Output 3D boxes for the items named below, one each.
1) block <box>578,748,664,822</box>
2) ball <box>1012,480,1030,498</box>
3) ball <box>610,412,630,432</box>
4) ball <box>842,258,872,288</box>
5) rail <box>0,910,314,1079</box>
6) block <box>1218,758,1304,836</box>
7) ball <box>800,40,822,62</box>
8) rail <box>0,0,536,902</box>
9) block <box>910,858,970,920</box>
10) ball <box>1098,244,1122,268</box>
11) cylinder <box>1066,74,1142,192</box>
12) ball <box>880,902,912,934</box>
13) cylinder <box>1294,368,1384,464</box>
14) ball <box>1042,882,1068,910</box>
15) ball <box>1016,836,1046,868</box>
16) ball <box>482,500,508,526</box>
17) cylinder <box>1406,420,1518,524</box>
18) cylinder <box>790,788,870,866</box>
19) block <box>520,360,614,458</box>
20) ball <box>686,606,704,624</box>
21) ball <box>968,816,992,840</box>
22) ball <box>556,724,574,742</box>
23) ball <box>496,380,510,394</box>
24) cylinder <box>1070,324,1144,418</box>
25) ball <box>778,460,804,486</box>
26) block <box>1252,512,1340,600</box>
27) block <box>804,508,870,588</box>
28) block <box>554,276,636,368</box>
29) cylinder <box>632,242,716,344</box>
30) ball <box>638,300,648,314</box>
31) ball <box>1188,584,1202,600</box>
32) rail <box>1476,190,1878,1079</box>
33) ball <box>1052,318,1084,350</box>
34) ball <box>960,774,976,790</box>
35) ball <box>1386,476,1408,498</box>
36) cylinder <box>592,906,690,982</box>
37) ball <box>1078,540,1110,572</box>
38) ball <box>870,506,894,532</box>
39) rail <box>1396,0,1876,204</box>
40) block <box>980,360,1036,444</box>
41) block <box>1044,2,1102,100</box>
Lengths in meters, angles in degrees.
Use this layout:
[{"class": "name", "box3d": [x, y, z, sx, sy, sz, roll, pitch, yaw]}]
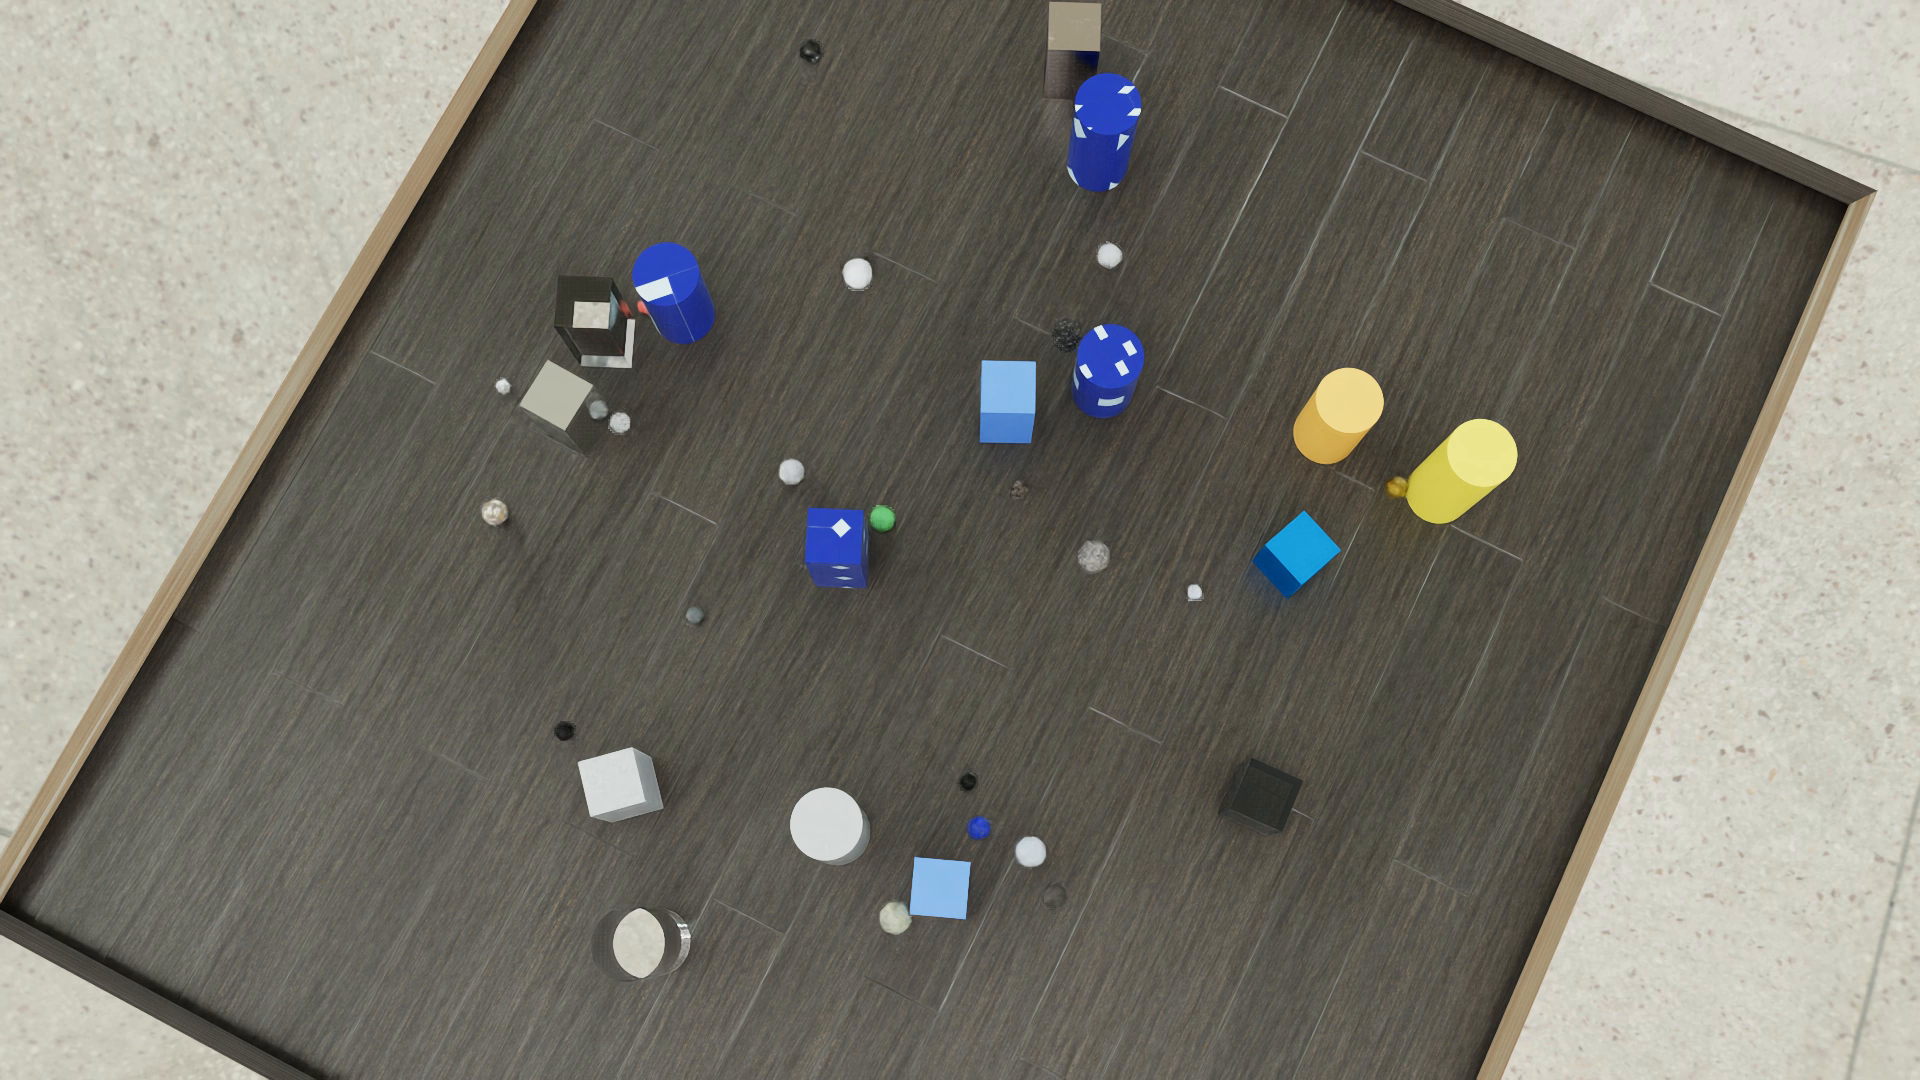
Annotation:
[{"class": "block", "box3d": [-0.978, 0.711, 5.303, 0.158, 0.327, 0.158, -15, 79, -3]}, {"class": "ball", "box3d": [0.184, -0.155, 5.620, 0.055, 0.055, 0.055, 0, 78, 0]}, {"class": "ball", "box3d": [-1.049, -0.363, 5.660, 0.063, 0.063, 0.063, 0, 78, 0]}, {"class": "ball", "box3d": [-0.320, -0.835, 5.741, 0.094, 0.094, 0.094, 0, 78, 0]}, {"class": "rail", "box3d": [-1.004, 1.974, 5.142, 4.130, 0.128, 0.045, 26, 80, 5]}, {"class": "block", "box3d": [0.871, 0.749, 5.327, 0.158, 0.263, 0.158, 24, 79, 5]}, {"class": "ball", "box3d": [-0.482, -1.574, 5.907, 0.069, 0.069, 0.069, 0, 78, 0]}, {"class": "rail", "box3d": [-1.826, -0.887, 5.734, 0.045, 0.128, 4.538, 26, 80, 5]}, {"class": "block", "box3d": [-0.056, 1.004, 5.277, 0.158, 0.258, 0.158, 5, 78, 1]}, {"class": "ball", "box3d": [0.470, -0.893, 5.762, 0.077, 0.077, 0.077, 0, 78, 0]}, {"class": "cylinder", "box3d": [0.440, -1.252, 5.655, 0.197, 0.432, 0.197, 0, 78, 0]}, {"class": "ball", "box3d": [-0.188, 1.101, 5.341, 0.094, 0.094, 0.094, 0, 78, 0]}, {"class": "cylinder", "box3d": [1.133, -0.369, 5.506, 0.197, 0.366, 0.197, 0, 78, 0]}, {"class": "ball", "box3d": [0.277, 1.041, 5.362, 0.077, 0.077, 0.077, 0, 78, 0]}, {"class": "ball", "box3d": [0.208, 0.916, 5.381, 0.091, 0.091, 0.091, 0, 78, 0]}, {"class": "ball", "box3d": [-1.419, -0.084, 5.593, 0.081, 0.081, 0.081, 0, 78, 0]}, {"class": "cylinder", "box3d": [1.473, -0.196, 5.407, 0.197, 0.490, 0.197, 0, 78, 0]}, {"class": "cylinder", "box3d": [-0.364, 0.819, 5.213, 0.197, 0.457, 0.197, 0, 78, 0]}, {"class": "block", "box3d": [-1.183, -0.392, 5.530, 0.158, 0.328, 0.158, 29, 80, 6]}, {"class": "ball", "box3d": [-0.802, 0.228, 5.543, 0.052, 0.052, 0.052, 0, 78, 0]}, {"class": "ball", "box3d": [0.058, 0.849, 5.407, 0.067, 0.067, 0.067, 0, 78, 0]}, {"class": "ball", "box3d": [-1.179, 0.574, 5.470, 0.055, 0.055, 0.055, 0, 78, 0]}, {"class": "ball", "box3d": [-1.418, -0.477, 5.693, 0.045, 0.045, 0.045, 0, 78, 0]}, {"class": "cylinder", "box3d": [0.444, -0.508, 5.554, 0.197, 0.328, 0.197, 0, 78, 0]}, {"class": "ball", "box3d": [-0.516, -0.207, 5.619, 0.079, 0.079, 0.079, 0, 78, 0]}, {"class": "block", "box3d": [1.004, 0.047, 5.482, 0.158, 0.244, 0.158, -40, 81, -8]}, {"class": "block", "box3d": [-0.359, 0.028, 5.412, 0.158, 0.388, 0.158, 2, 78, 0]}, {"class": "block", "box3d": [-1.103, -0.658, 5.554, 0.158, 0.390, 0.158, 2, 78, 0]}, {"class": "cylinder", "box3d": [-0.868, -0.748, 5.585, 0.197, 0.366, 0.197, 0, 78, 0]}, {"class": "ball", "box3d": [-0.990, -0.732, 5.746, 0.044, 0.044, 0.044, 0, 78, 0]}, {"class": "ball", "box3d": [0.712, 0.157, 5.561, 0.045, 0.045, 0.045, 0, 78, 0]}, {"class": "rail", "box3d": [1.826, 0.901, 5.364, 0.045, 0.128, 4.538, 26, 80, 5]}, {"class": "ball", "box3d": [0.336, -0.640, 5.699, 0.098, 0.098, 0.098, 0, 78, 0]}, {"class": "ball", "box3d": [0.025, 0.718, 5.443, 0.050, 0.050, 0.050, 0, 78, 0]}, {"class": "ball", "box3d": [1.339, -0.162, 5.616, 0.067, 0.067, 0.067, 0, 78, 0]}, {"class": "cylinder", "box3d": [-0.889, 1.130, 5.138, 0.197, 0.479, 0.197, 0, 78, 0]}, {"class": "ball", "box3d": [0.406, 0.049, 5.556, 0.099, 0.099, 0.099, 0, 78, 0]}, {"class": "ball", "box3d": [-0.236, -0.063, 5.591, 0.076, 0.076, 0.076, 0, 78, 0]}, {"class": "rail", "box3d": [1.004, -1.960, 5.956, 4.130, 0.128, 0.045, 26, 80, 5]}, {"class": "block", "box3d": [0.142, -0.413, 5.528, 0.158, 0.341, 0.158, 1, 78, 0]}, {"class": "block", "box3d": [0.350, -1.532, 5.759, 0.158, 0.342, 0.158, 2, 78, 0]}]
